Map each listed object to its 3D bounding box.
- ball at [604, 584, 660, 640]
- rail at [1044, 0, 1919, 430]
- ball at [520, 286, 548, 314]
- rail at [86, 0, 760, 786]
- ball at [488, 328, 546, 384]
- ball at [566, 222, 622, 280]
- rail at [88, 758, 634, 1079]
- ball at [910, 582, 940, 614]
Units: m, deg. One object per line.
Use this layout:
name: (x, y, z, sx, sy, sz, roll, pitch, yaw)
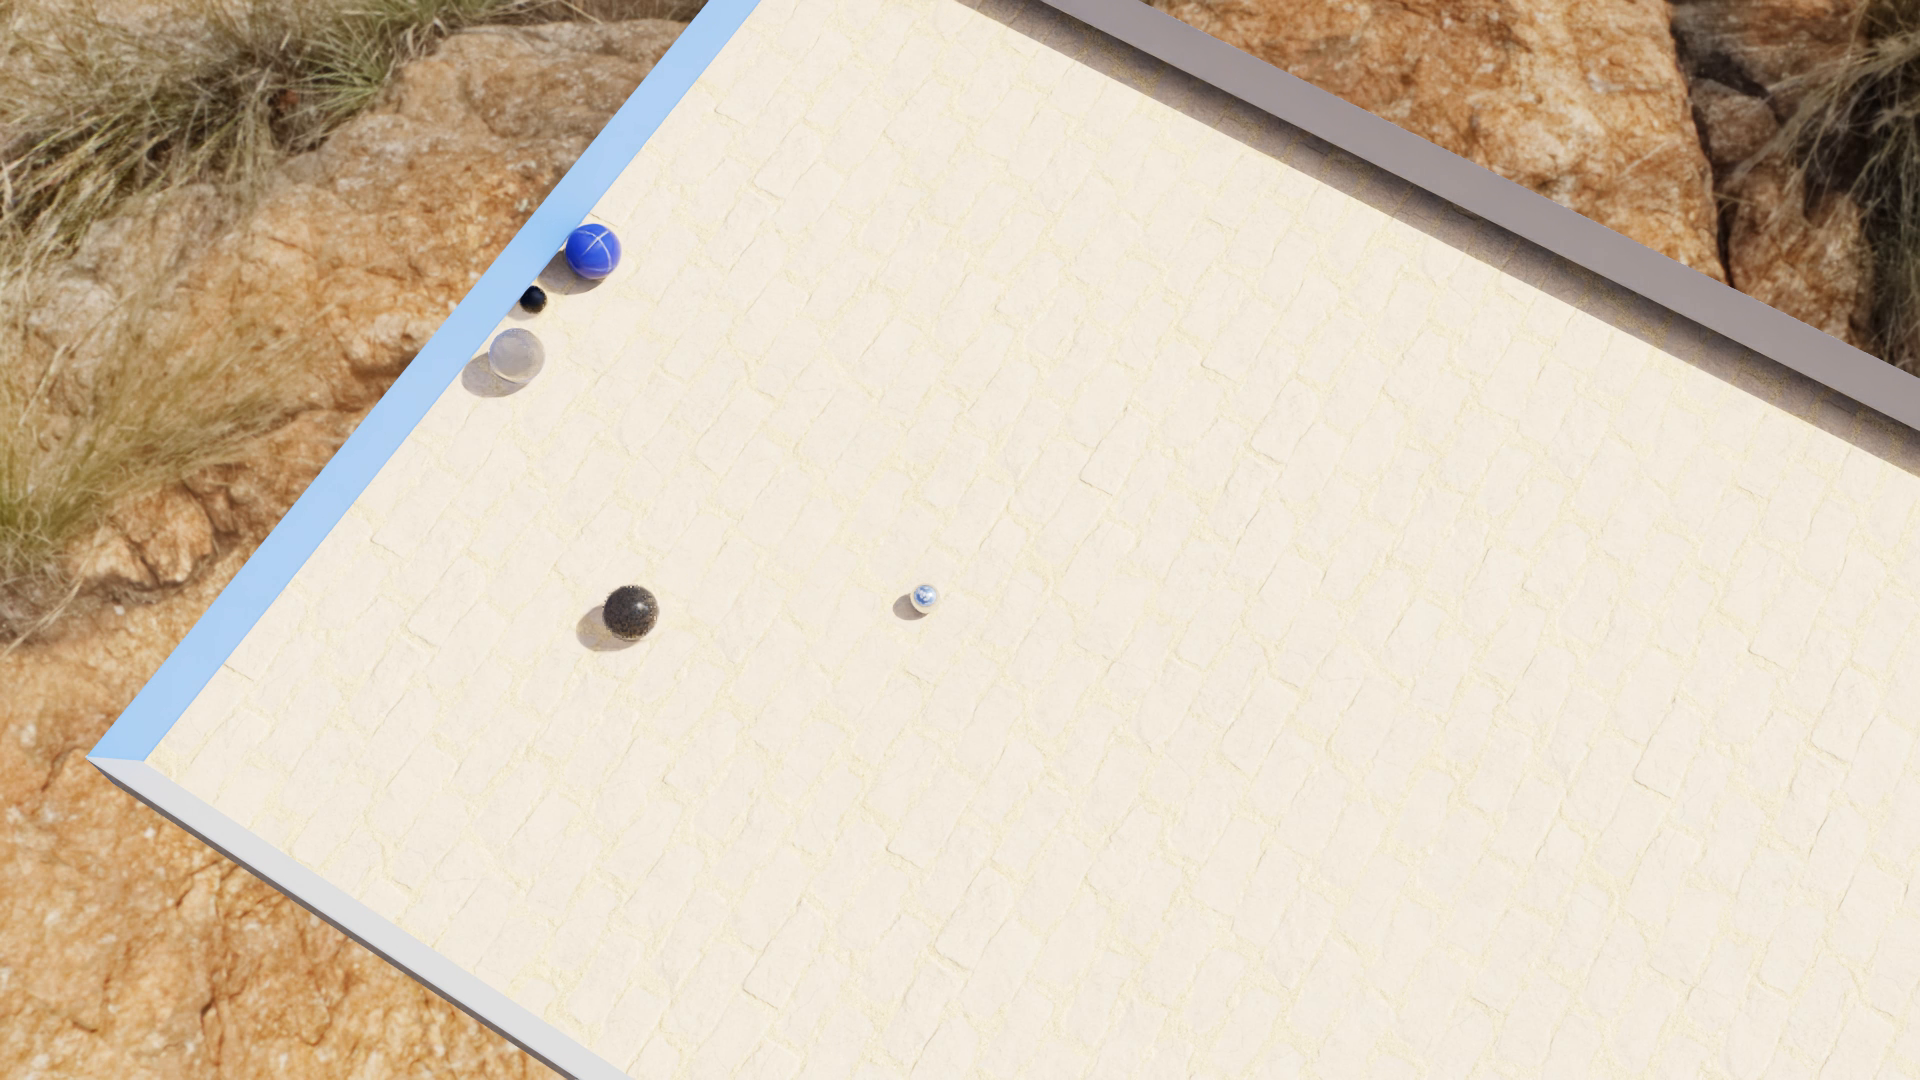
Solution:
ball: (-0.523, 0.115, 3.501, 0.088, 0.088, 0.088, 0, 65, 0)
rail: (1.306, -0.358, 3.697, 3.649, 0.126, 0.045, 29, 68, 13)
ball: (-0.730, -0.411, 3.766, 0.048, 0.048, 0.048, 0, 65, 0)
rail: (-0.757, -0.433, 3.732, 0.045, 0.126, 2.065, 29, 68, 13)
ball: (-0.744, -0.309, 3.693, 0.094, 0.094, 0.094, 0, 65, 0)
ball: (-0.629, -0.496, 3.778, 0.097, 0.097, 0.097, 0, 65, 0)
rail: (0.249, 1.203, 2.975, 3.649, 0.126, 0.045, 29, 68, 13)
ball: (-0.056, 0.093, 3.532, 0.049, 0.049, 0.049, 0, 65, 0)
